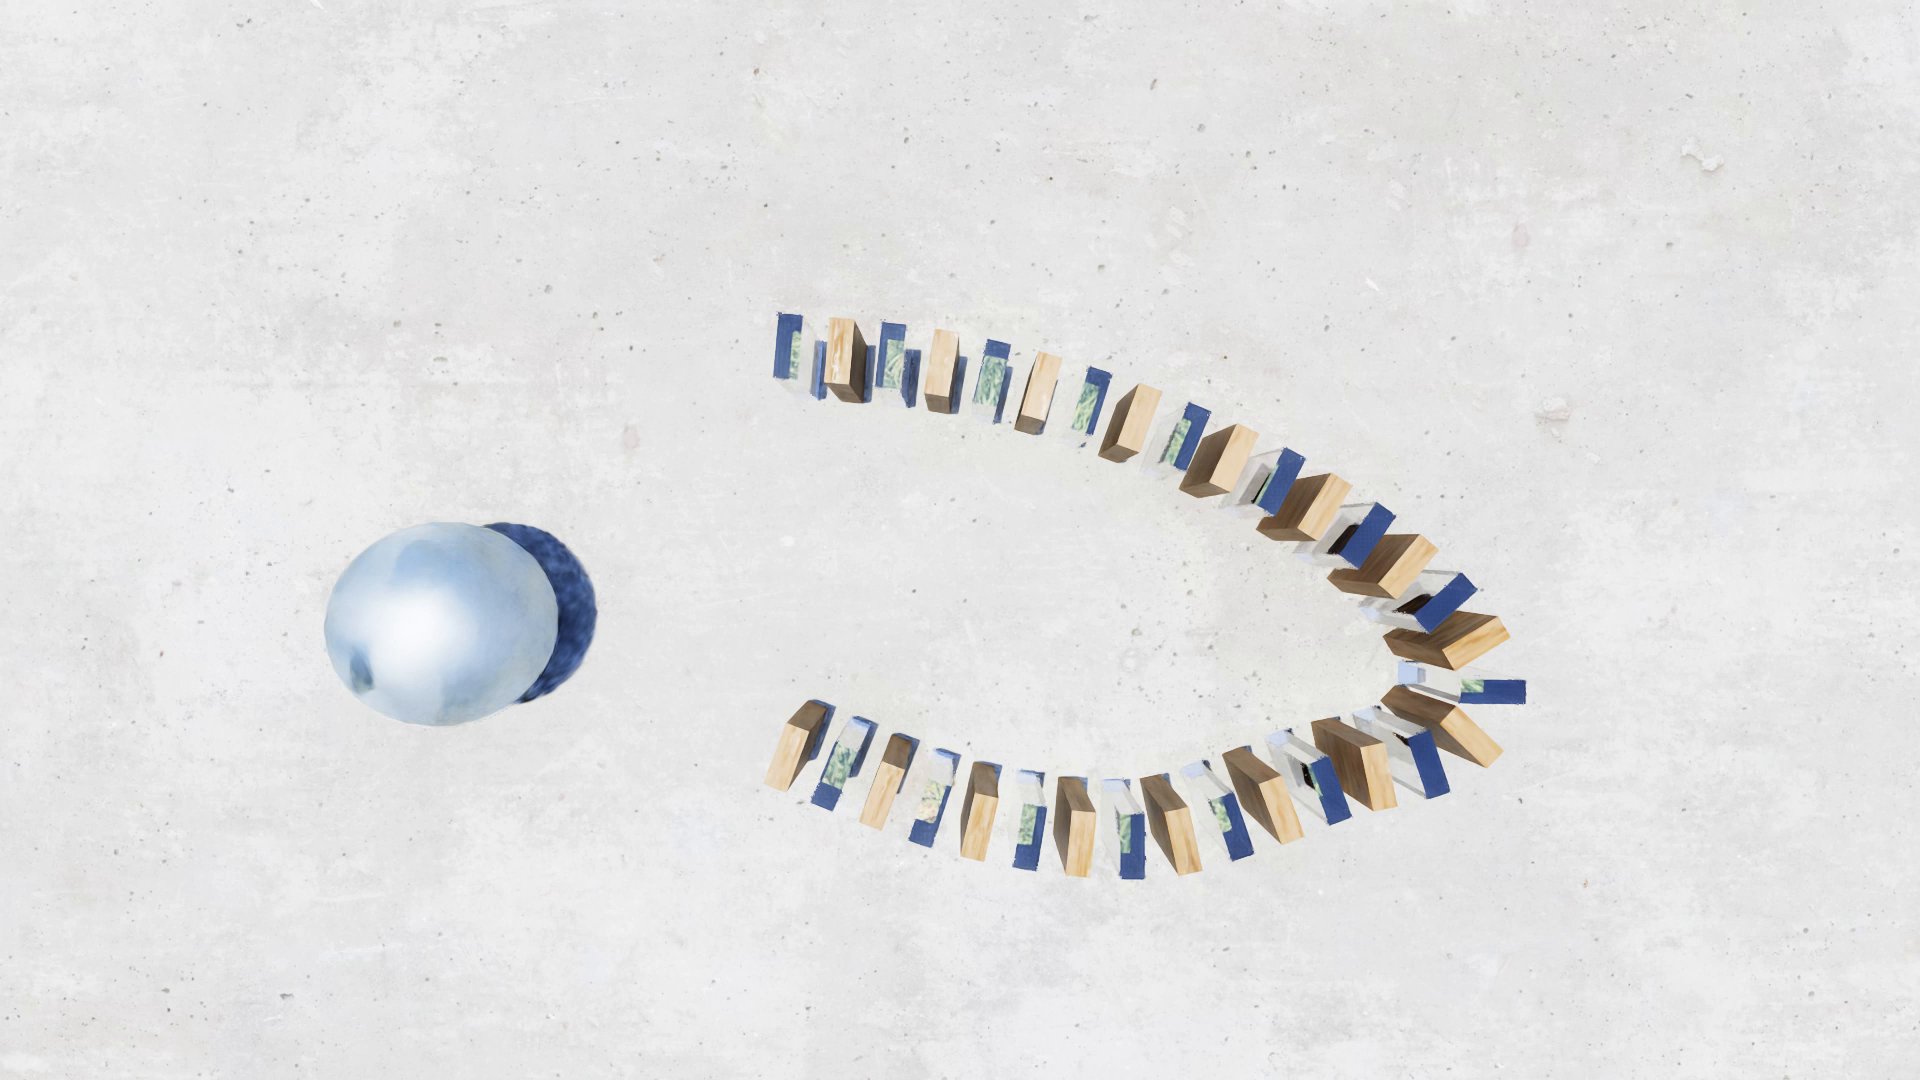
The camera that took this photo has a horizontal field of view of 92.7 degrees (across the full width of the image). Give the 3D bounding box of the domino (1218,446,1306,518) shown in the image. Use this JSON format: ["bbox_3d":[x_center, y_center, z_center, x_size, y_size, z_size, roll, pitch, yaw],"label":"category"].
[{"bbox_3d":[0.122,-0.022,0.375,0.010,0.050,0.025,28,90,0],"label":"domino"}]

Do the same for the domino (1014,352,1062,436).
[{"bbox_3d":[0.031,-0.059,0.375,0.009,0.050,0.025,16,90,0],"label":"domino"}]

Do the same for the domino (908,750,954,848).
[{"bbox_3d":[-0.011,0.105,0.375,0.010,0.050,0.025,18,90,0],"label":"domino"}]

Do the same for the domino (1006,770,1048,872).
[{"bbox_3d":[0.027,0.114,0.375,0.010,0.050,0.025,9,90,0],"label":"domino"}]

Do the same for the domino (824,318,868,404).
[{"bbox_3d":[-0.046,-0.072,0.375,0.010,0.050,0.025,5,90,0],"label":"domino"}]

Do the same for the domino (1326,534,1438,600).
[{"bbox_3d":[0.171,0.010,0.375,0.010,0.050,0.025,40,90,0],"label":"domino"}]

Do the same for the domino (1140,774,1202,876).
[{"bbox_3d":[0.086,0.115,0.375,0.009,0.050,0.025,-12,90,0],"label":"domino"}]

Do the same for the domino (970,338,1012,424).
[{"bbox_3d":[0.012,-0.064,0.375,0.009,0.050,0.025,13,90,0],"label":"domino"}]

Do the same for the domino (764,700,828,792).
[{"bbox_3d":[-0.066,0.083,0.375,0.010,0.050,0.025,21,90,0],"label":"domino"}]

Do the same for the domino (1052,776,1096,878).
[{"bbox_3d":[0.046,0.116,0.375,0.010,0.050,0.025,6,90,0],"label":"domino"}]

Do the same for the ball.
[{"bbox_3d":[-0.201,0.033,0.360,0.080,0.080,0.080,0,90,0],"label":"ball"}]

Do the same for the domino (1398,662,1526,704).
[{"bbox_3d":[0.204,0.058,0.375,0.025,0.050,0.009,1,90,0],"label":"domino"}]

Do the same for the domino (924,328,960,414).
[{"bbox_3d":[-0.007,-0.068,0.375,0.010,0.050,0.025,10,90,0],"label":"domino"}]

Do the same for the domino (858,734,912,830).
[{"bbox_3d":[-0.030,0.098,0.375,0.010,0.050,0.025,21,90,0],"label":"domino"}]

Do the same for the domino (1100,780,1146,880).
[{"bbox_3d":[0.066,0.117,0.375,0.010,0.050,0.025,0,90,0],"label":"domino"}]

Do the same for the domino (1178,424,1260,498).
[{"bbox_3d":[0.105,-0.031,0.375,0.009,0.050,0.025,26,90,0],"label":"domino"}]

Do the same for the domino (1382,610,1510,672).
[{"bbox_3d":[0.197,0.040,0.375,0.025,0.050,0.010,-31,90,0],"label":"domino"}]

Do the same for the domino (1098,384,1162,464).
[{"bbox_3d":[0.069,-0.047,0.375,0.009,0.050,0.025,20,90,0],"label":"domino"}]

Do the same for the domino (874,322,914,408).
[{"bbox_3d":[-0.027,-0.070,0.375,0.009,0.050,0.025,6,90,0],"label":"domino"}]

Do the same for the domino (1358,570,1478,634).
[{"bbox_3d":[0.186,0.024,0.375,0.025,0.050,0.010,-42,90,0],"label":"domino"}]

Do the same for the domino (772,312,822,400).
[{"bbox_3d":[-0.066,-0.074,0.375,0.010,0.050,0.025,5,90,0],"label":"domino"}]

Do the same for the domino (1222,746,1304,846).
[{"bbox_3d":[0.123,0.103,0.375,0.009,0.050,0.025,-21,90,0],"label":"domino"}]

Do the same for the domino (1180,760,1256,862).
[{"bbox_3d":[0.104,0.110,0.375,0.009,0.050,0.025,-19,90,0],"label":"domino"}]

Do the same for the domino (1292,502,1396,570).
[{"bbox_3d":[0.156,-0.002,0.375,0.009,0.050,0.025,35,90,0],"label":"domino"}]

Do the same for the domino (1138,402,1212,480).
[{"bbox_3d":[0.087,-0.039,0.375,0.009,0.050,0.025,23,90,0],"label":"domino"}]

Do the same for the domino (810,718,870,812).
[{"bbox_3d":[-0.048,0.091,0.375,0.010,0.050,0.025,22,90,0],"label":"domino"}]

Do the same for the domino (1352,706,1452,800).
[{"bbox_3d":[0.179,0.086,0.375,0.010,0.050,0.025,-19,90,0],"label":"domino"}]

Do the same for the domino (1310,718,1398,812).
[{"bbox_3d":[0.160,0.091,0.375,0.009,0.050,0.025,-12,90,0],"label":"domino"}]

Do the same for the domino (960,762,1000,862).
[{"bbox_3d":[0.008,0.110,0.375,0.010,0.050,0.025,13,90,0],"label":"domino"}]

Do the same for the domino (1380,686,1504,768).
[{"bbox_3d":[0.196,0.075,0.375,0.025,0.050,0.010,44,90,0],"label":"domino"}]

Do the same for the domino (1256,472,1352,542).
[{"bbox_3d":[0.139,-0.013,0.375,0.010,0.050,0.025,32,90,0],"label":"domino"}]

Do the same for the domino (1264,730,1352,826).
[{"bbox_3d":[0.141,0.096,0.375,0.010,0.050,0.025,-21,90,0],"label":"domino"}]

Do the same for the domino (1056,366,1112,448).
[{"bbox_3d":[0.050,-0.053,0.375,0.010,0.050,0.025,18,90,0],"label":"domino"}]
